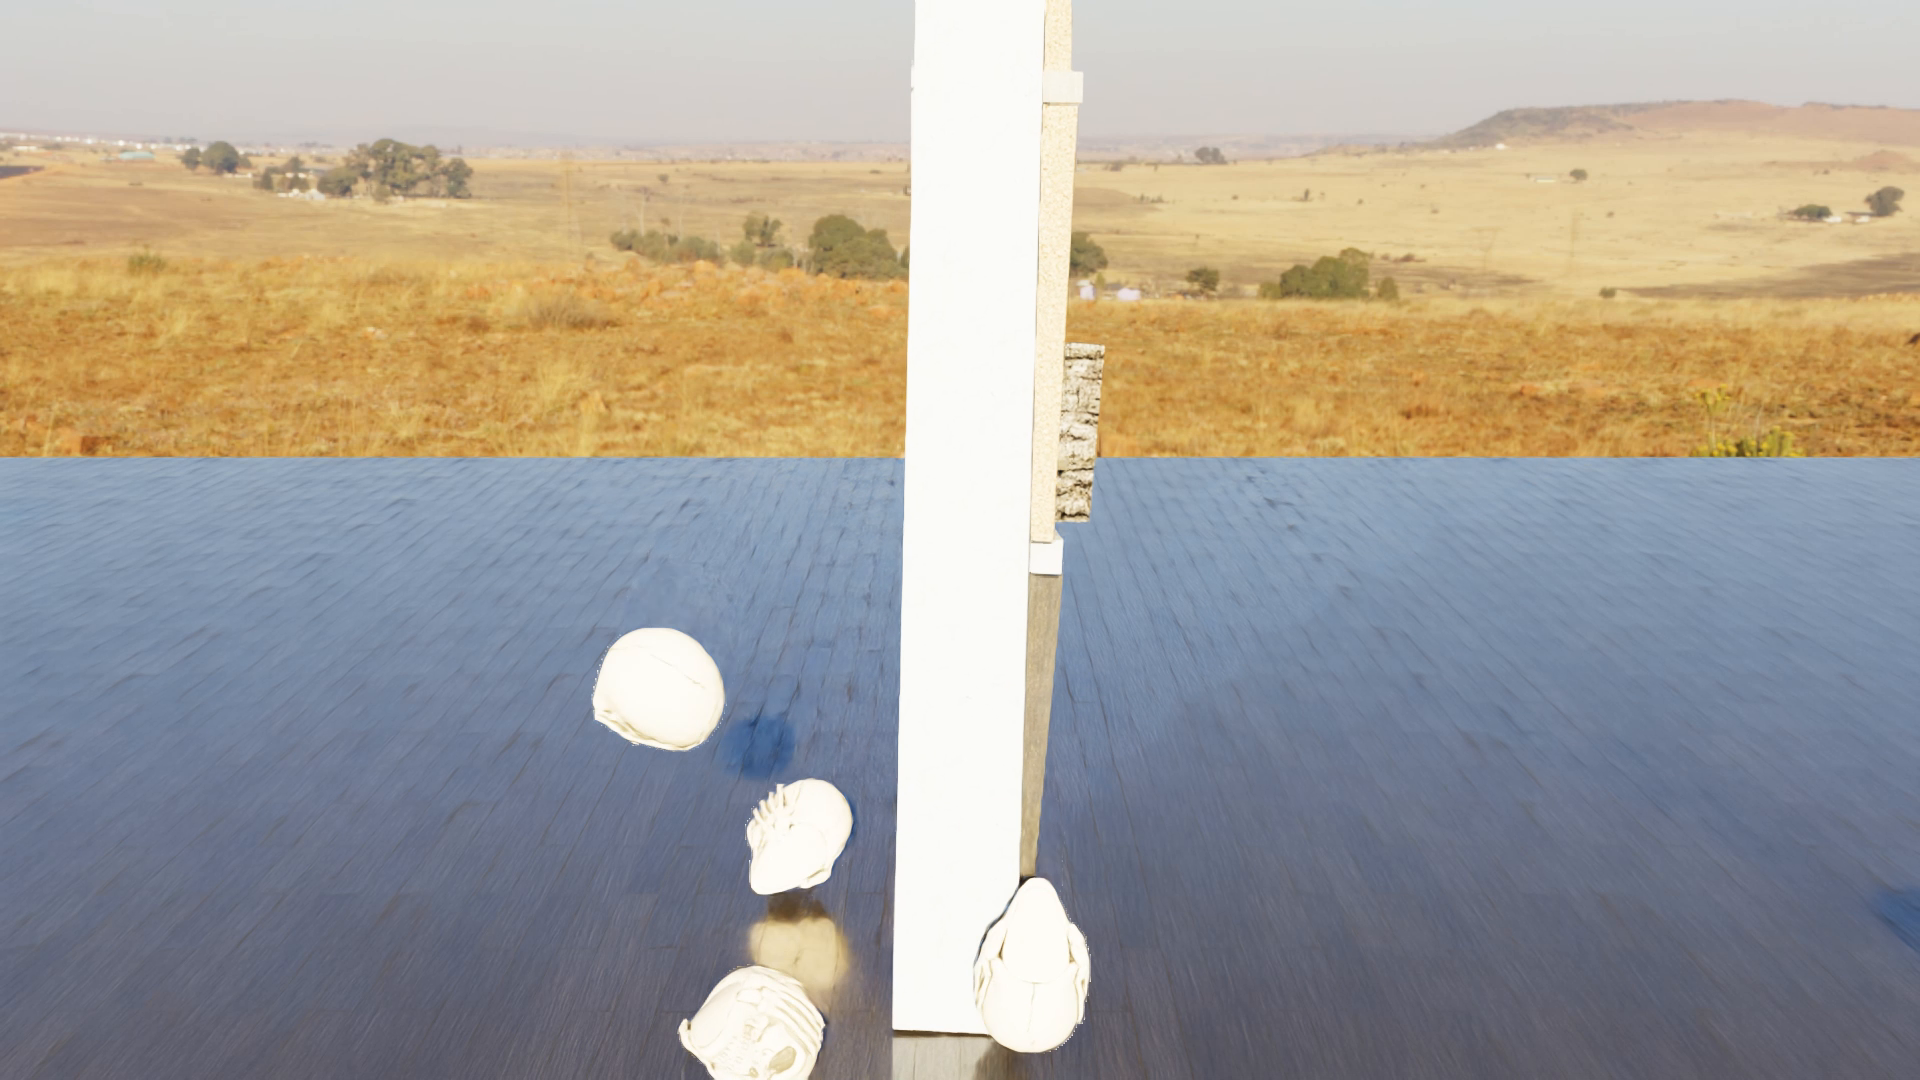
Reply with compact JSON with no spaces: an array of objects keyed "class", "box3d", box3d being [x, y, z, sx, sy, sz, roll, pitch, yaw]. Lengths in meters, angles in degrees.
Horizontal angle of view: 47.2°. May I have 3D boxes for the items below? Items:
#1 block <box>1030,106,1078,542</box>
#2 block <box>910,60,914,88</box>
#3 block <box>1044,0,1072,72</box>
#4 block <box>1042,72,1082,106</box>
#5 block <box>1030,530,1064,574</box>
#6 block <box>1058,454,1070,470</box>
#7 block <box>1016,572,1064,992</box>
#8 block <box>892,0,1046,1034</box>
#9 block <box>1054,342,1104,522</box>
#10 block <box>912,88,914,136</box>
[{"class":"block","box3d":[0.072,-0.301,3.058,0.148,0.598,0.042,3,5,3]},{"class":"block","box3d":[-0.005,-0.827,3.915,0.160,0.045,0.319,0,11,0]},{"class":"block","box3d":[0.070,-0.829,3.078,0.172,0.344,0.049,0,10,0]},{"class":"block","box3d":[0.077,-0.644,3.150,0.148,0.042,0.297,0,10,-6]},{"class":"block","box3d":[0.045,-0.007,3.264,0.172,0.049,0.345,2,9,-5]},{"class":"block","box3d":[0.111,-0.120,3.149,0.051,0.014,0.102,37,20,25]},{"class":"block","box3d":[0.032,0.348,3.209,0.172,0.629,0.049,3,9,-11]},{"class":"block","box3d":[0.014,-0.137,3.024,0.172,1.662,0.049,2,6,4]},{"class":"block","box3d":[0.135,-0.161,3.258,0.132,0.264,0.037,2,7,-22]},{"class":"block","box3d":[-0.005,-0.628,3.844,0.160,0.319,0.045,0,11,0]}]
